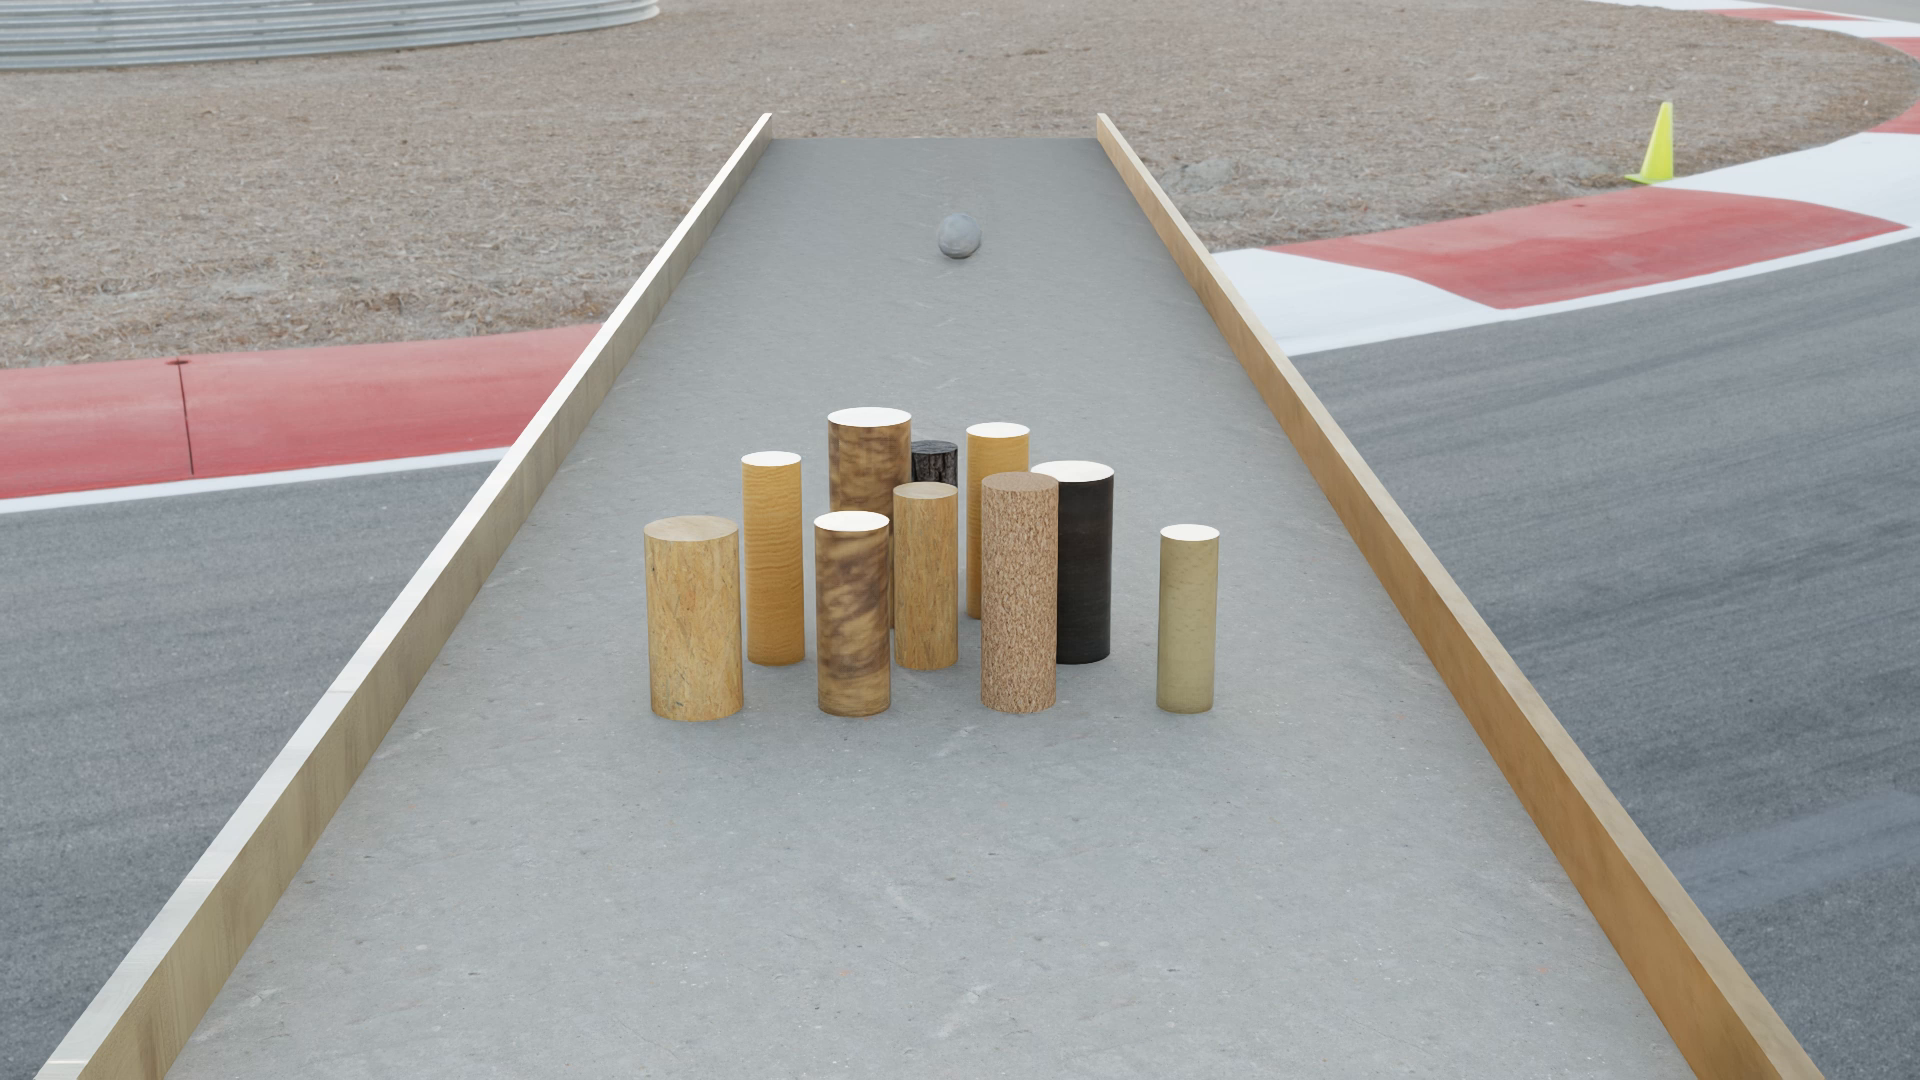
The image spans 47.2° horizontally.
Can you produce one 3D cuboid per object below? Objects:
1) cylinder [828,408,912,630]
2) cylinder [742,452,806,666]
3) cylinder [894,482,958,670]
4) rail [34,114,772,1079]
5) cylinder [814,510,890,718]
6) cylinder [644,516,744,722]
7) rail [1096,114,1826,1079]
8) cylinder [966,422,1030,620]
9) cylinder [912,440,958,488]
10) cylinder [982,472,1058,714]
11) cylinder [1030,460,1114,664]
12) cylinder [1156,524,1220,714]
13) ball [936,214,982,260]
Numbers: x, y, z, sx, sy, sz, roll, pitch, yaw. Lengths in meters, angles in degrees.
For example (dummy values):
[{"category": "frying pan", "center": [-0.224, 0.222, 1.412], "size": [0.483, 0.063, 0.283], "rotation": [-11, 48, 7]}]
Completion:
[{"category": "cylinder", "center": [-0.187, -0.045, 4.608], "size": [0.172, 0.438, 0.172], "rotation": [0, 17, 0]}, {"category": "cylinder", "center": [-0.371, 0.038, 4.378], "size": [0.116, 0.412, 0.116], "rotation": [0, 17, 0]}, {"category": "cylinder", "center": [-0.068, 0.071, 4.372], "size": [0.128, 0.352, 0.128], "rotation": [0, 17, 0]}, {"category": "rail", "center": [-1.118, -0.838, 7.780], "size": [0.050, 0.150, 12.000], "rotation": [0, 17, -1]}, {"category": "cylinder", "center": [-0.201, 0.139, 4.126], "size": [0.138, 0.362, 0.138], "rotation": [0, 17, 0]}, {"category": "cylinder", "center": [-0.498, 0.145, 4.125], "size": [0.175, 0.350, 0.175], "rotation": [0, 17, 0]}, {"category": "rail", "center": [0.932, -0.844, 7.801], "size": [0.050, 0.150, 12.000], "rotation": [0, 17, -1]}, {"category": "cylinder", "center": [0.079, -0.038, 4.651], "size": [0.131, 0.401, 0.131], "rotation": [0, 17, 0]}, {"category": "cylinder", "center": [-0.065, -0.060, 4.896], "size": [0.121, 0.304, 0.121], "rotation": [0, 17, 0]}, {"category": "cylinder", "center": [0.111, 0.098, 4.138], "size": [0.143, 0.432, 0.143], "rotation": [0, 17, 0]}, {"category": "cylinder", "center": [0.223, 0.044, 4.415], "size": [0.164, 0.378, 0.164], "rotation": [0, 17, 0]}, {"category": "cylinder", "center": [0.427, 0.149, 4.131], "size": [0.108, 0.340, 0.108], "rotation": [0, 17, 0]}, {"category": "ball", "center": [-0.004, -1.261, 9.132], "size": [0.190, 0.190, 0.190], "rotation": [0, 17, 0]}]
